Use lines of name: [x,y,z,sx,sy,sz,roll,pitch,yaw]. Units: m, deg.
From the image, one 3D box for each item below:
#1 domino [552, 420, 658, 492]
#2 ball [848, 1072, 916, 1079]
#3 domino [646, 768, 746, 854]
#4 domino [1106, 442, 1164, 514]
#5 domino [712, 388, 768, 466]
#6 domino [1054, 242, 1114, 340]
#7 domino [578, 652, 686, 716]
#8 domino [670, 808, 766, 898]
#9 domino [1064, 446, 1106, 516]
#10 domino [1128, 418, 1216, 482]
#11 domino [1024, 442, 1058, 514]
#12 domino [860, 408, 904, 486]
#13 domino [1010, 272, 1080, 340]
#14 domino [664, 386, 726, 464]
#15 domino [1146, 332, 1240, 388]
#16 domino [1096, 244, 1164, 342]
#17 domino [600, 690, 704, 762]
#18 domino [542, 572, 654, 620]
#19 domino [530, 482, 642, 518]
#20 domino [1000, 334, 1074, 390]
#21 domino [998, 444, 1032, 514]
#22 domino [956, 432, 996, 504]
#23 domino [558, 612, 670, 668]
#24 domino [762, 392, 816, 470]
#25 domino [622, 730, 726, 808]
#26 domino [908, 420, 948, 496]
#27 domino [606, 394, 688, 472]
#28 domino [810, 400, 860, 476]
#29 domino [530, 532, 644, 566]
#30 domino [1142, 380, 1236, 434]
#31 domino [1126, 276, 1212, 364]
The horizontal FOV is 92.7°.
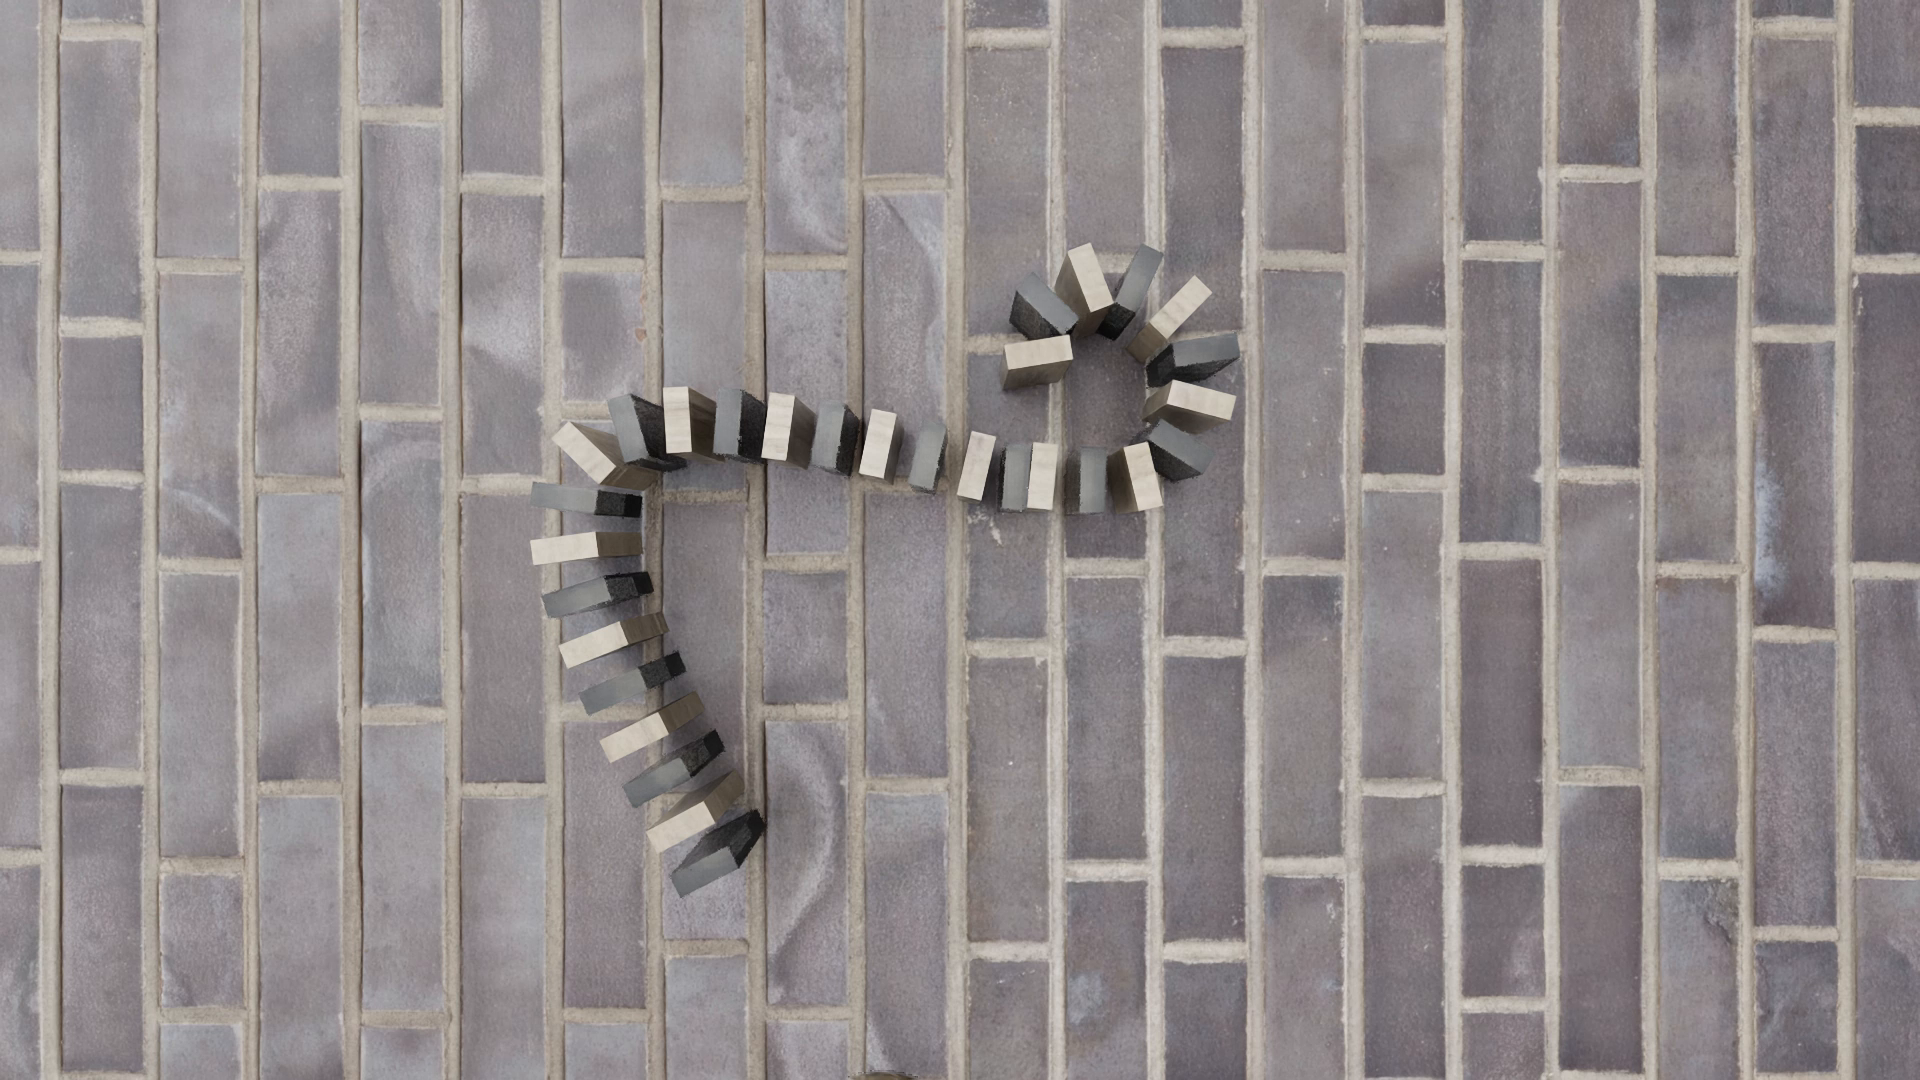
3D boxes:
domino: [-0.144,-0.033,0.375,0.025,0.050,0.010,44,90,0]
ball: [-0.032,0.255,0.360,0.080,0.080,0.080,0,90,0]
domino: [-0.107,0.110,0.375,0.025,0.050,0.010,-28,90,0]
domino: [0.070,-0.024,0.375,0.009,0.050,0.025,-13,90,0]
domino: [-0.089,-0.046,0.375,0.009,0.050,0.025,5,90,0]
domino: [0.050,-0.100,0.375,0.010,0.050,0.025,-21,90,0]
domino: [-0.133,0.058,0.375,0.025,0.050,0.010,-23,90,0]
domino: [-0.098,0.127,0.375,0.025,0.050,0.009,-27,90,0]
domino: [0.051,-0.023,0.375,0.009,0.050,0.025,2,90,0]
domino: [0.085,-0.036,0.375,0.025,0.050,0.010,32,90,0]
domino: [0.032,-0.025,0.375,0.009,0.050,0.025,6,90,0]
domino: [-0.031,-0.037,0.375,0.009,0.050,0.025,12,90,0]
domino: [0.034,-0.090,0.375,0.025,0.050,0.009,44,90,0]
domino: [-0.108,-0.046,0.375,0.009,0.050,0.025,-3,90,0]
domino: [0.094,-0.073,0.375,0.025,0.050,0.009,-9,90,0]
domino: [0.069,-0.100,0.375,0.009,0.050,0.025,25,90,0]
domino: [-0.124,0.075,0.375,0.025,0.050,0.010,-26,90,0]
domino: [-0.147,0.022,0.375,0.025,0.050,0.010,-18,90,0]
domino: [-0.151,-0.016,0.375,0.025,0.050,0.009,8,90,0]
domino: [0.030,-0.072,0.375,0.025,0.050,0.009,-9,90,0]
domino: [0.022,-0.024,0.375,0.010,0.050,0.025,4,90,0]
domino: [0.006,-0.028,0.375,0.009,0.050,0.025,13,90,0]
domino: [-0.140,0.040,0.375,0.025,0.050,0.010,-22,90,0]
domino: [-0.070,-0.043,0.375,0.010,0.050,0.025,8,90,0]
domino: [-0.116,0.093,0.375,0.025,0.050,0.010,-27,90,0]
domino: [-0.013,-0.033,0.375,0.009,0.050,0.025,13,90,0]
domino: [-0.127,-0.043,0.375,0.010,0.050,0.025,-17,90,0]
domino: [-0.050,-0.041,0.375,0.009,0.050,0.025,9,90,0]
domino: [-0.151,0.003,0.375,0.025,0.050,0.010,-8,90,0]
domino: [0.092,-0.054,0.375,0.025,0.050,0.010,15,90,0]
domino: [0.084,-0.089,0.375,0.010,0.050,0.025,44,90,0]
